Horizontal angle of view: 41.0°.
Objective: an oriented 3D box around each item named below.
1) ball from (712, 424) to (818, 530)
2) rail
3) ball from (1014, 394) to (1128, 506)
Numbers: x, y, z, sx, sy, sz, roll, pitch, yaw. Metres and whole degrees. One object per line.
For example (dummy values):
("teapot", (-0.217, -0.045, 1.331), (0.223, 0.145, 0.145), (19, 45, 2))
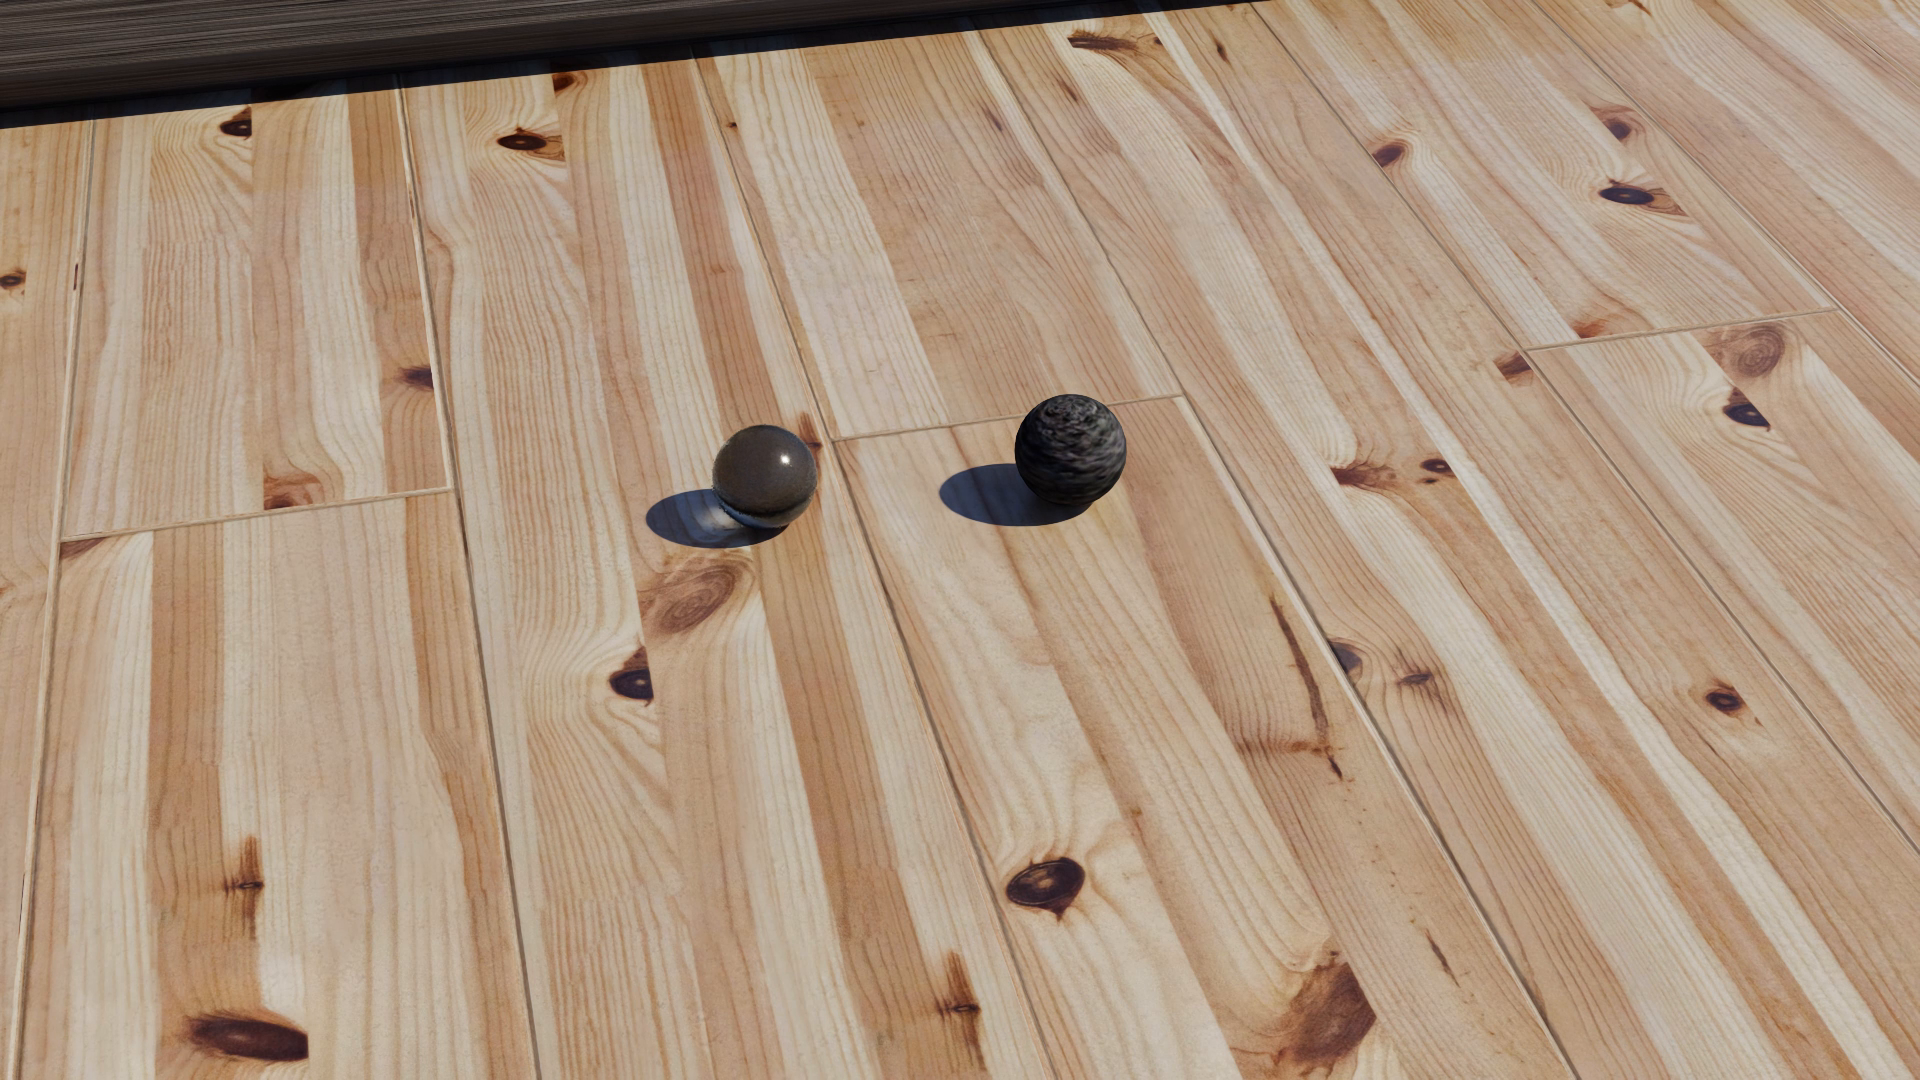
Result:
("ball", (-0.124, -0.040, 1.635), (0.067, 0.067, 0.067), (0, 36, 0))
("rail", (0.530, -0.565, 2.333), (2.936, 0.097, 0.045), (-8, 37, -11))
("ball", (0.071, -0.058, 1.655), (0.073, 0.073, 0.073), (0, 36, 0))
